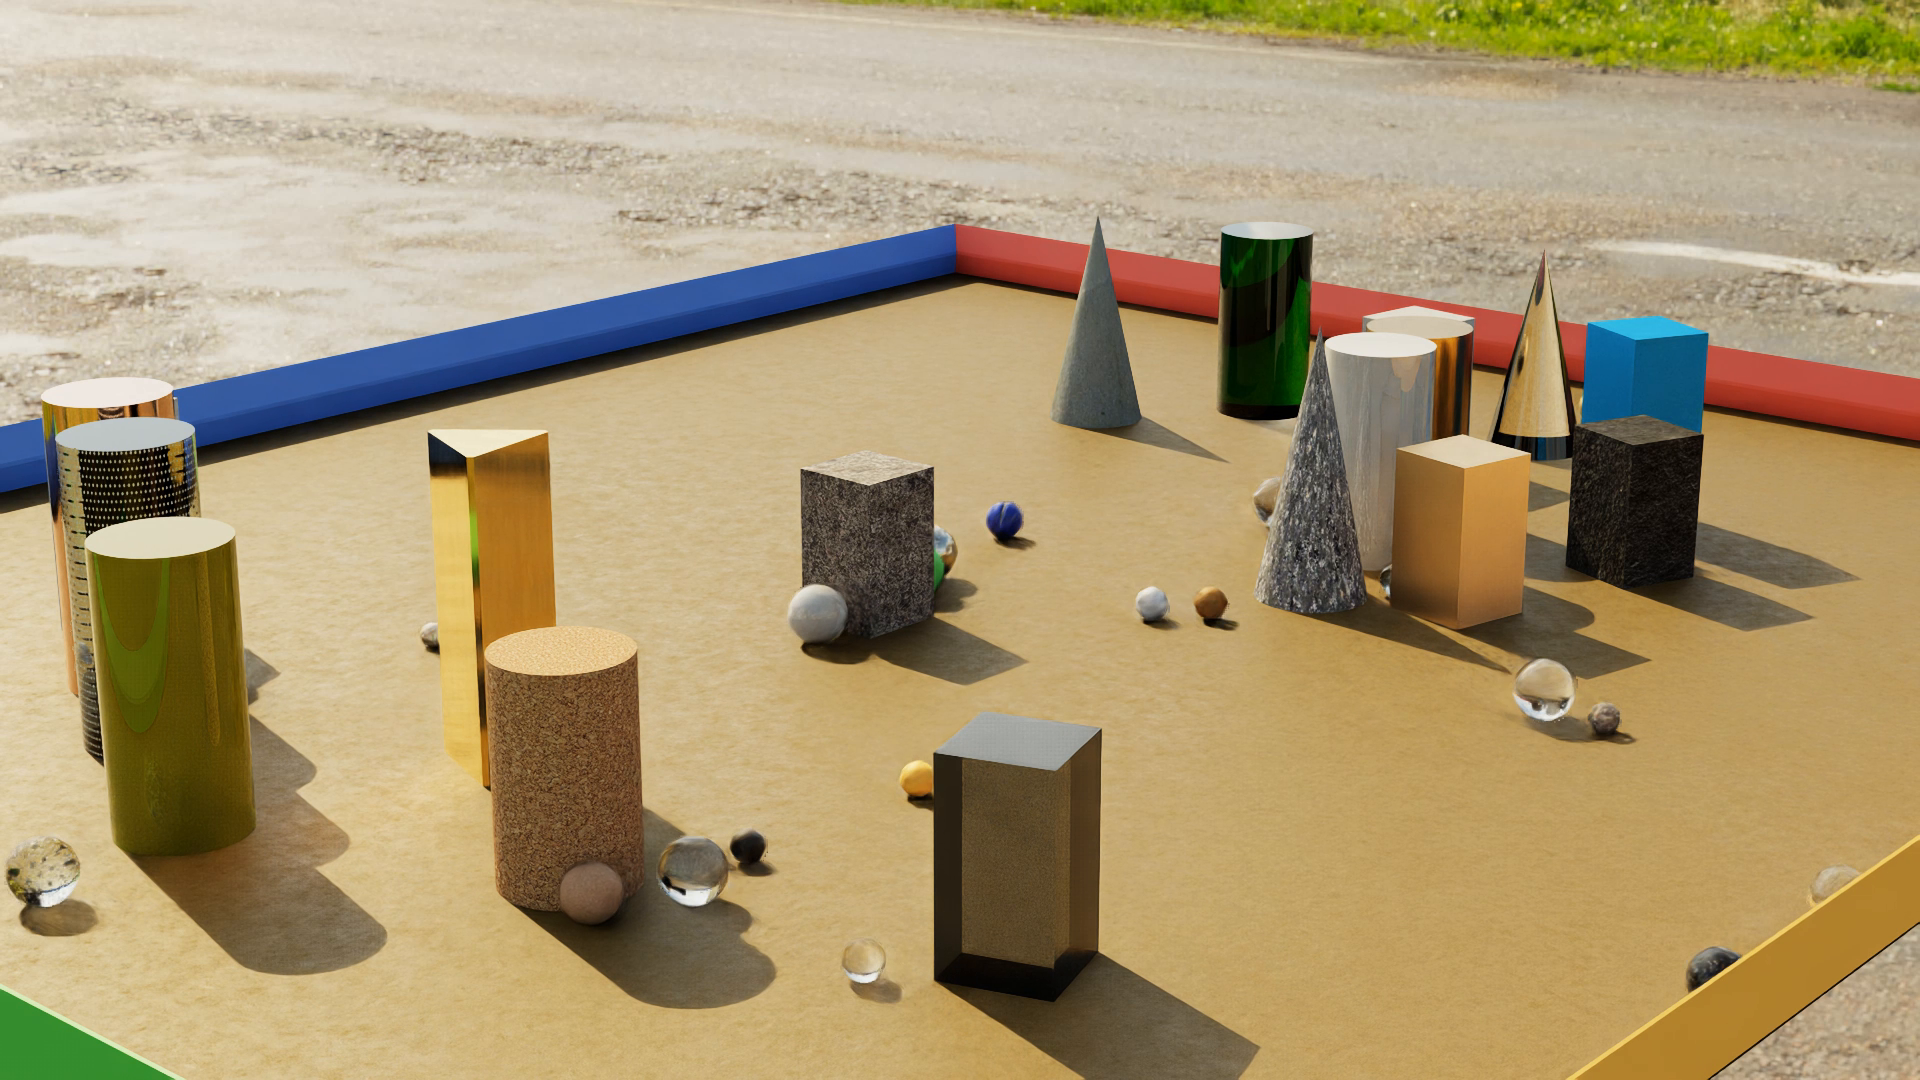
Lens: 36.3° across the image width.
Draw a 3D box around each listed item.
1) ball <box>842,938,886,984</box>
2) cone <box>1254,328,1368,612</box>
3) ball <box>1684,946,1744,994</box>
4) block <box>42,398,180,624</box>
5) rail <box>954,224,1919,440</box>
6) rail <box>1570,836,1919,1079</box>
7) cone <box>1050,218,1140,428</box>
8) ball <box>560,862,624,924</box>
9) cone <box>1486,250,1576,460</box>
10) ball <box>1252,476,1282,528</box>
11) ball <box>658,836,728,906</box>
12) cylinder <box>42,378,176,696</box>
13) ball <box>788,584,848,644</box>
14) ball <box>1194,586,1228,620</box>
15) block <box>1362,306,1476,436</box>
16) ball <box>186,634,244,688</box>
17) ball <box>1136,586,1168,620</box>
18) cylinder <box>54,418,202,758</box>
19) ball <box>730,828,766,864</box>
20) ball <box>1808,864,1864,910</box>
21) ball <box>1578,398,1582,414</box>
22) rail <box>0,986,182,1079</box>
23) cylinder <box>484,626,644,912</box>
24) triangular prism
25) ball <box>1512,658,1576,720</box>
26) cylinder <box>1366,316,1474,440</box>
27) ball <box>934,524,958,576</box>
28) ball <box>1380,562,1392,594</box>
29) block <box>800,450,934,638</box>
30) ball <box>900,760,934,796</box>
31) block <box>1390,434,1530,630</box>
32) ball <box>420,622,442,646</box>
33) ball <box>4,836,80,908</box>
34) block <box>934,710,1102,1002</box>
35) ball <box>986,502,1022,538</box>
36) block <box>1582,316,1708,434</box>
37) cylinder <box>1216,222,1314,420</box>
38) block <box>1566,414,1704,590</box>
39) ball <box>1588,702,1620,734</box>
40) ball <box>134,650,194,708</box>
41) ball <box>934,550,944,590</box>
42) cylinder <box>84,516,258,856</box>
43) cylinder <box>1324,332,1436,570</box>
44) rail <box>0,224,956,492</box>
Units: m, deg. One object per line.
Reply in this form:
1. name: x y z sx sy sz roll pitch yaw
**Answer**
1. ball: -0.119 0.521 3.630 0.055 0.055 0.055 0 17 0
2. cone: 0.614 -0.135 5.064 0.199 0.483 0.199 0 17 0
3. ball: 0.919 0.532 3.550 0.080 0.080 0.080 0 17 0
4. block: -1.419 -0.044 4.951 0.159 0.376 0.159 5 17 16
5. rail: 1.371 -0.423 6.632 3.709 0.129 0.045 14 22 39
6. rail: 1.382 0.379 3.970 0.045 0.129 4.230 14 22 39
7. cone: 0.293 -0.479 6.277 0.199 0.443 0.199 0 17 0
8. ball: -0.477 0.457 3.797 0.082 0.082 0.082 0 17 0
9. cone: 1.190 -0.393 6.028 0.199 0.421 0.199 0 17 0
10. ball: 0.600 -0.070 5.516 0.098 0.098 0.098 0 17 0
11. ball: -0.350 0.435 3.851 0.093 0.093 0.093 0 17 0
12. cylinder: -1.330 -0.003 4.640 0.199 0.475 0.199 0 17 0
13. ball: -0.236 0.124 4.872 0.099 0.099 0.099 0 17 0
14. ball: 0.428 0.108 5.000 0.056 0.056 0.056 0 17 0
15. block: 0.925 -0.305 5.951 0.159 0.299 0.159 -14 22 -39
16. ball: -1.185 0.192 4.665 0.088 0.088 0.088 0 17 0
17. ball: 0.327 0.108 4.998 0.056 0.056 0.056 0 17 0
18. cylinder: -1.228 0.073 4.384 0.199 0.478 0.199 0 17 0
19. ball: -0.289 0.416 3.989 0.048 0.048 0.048 0 17 0
20. ball: 1.137 0.460 3.789 0.080 0.080 0.080 0 17 0
21. ball: 1.362 -0.287 6.303 0.061 0.061 0.061 0 17 0
22. rail: -1.371 0.488 3.608 3.709 0.129 0.045 14 22 39
23. cylinder: -0.523 0.301 3.888 0.199 0.327 0.199 0 17 0
24. triangular prism: -0.708 0.089 4.298 0.149 0.496 0.172 10 19 30
25. ball: 0.901 0.231 4.522 0.097 0.097 0.097 0 17 0
26. cylinder: 0.864 -0.224 5.559 0.199 0.368 0.199 0 17 0
27. ball: -0.054 0.022 5.210 0.099 0.099 0.099 0 17 0
28. ball: 0.763 0.069 5.122 0.060 0.060 0.060 0 17 0
29. block: -0.156 0.005 4.975 0.159 0.267 0.159 14 22 40
30. ball: -0.060 0.344 4.223 0.052 0.052 0.052 0 17 0
31. block: 0.854 -0.015 5.015 0.159 0.283 0.159 -12 21 -35
32. ball: -0.875 0.157 4.864 0.040 0.040 0.040 0 17 0
33. ball: -1.204 0.435 3.848 0.094 0.094 0.094 0 17 0
34. block: 0.072 0.390 3.636 0.159 0.302 0.159 7 18 22
35. ball: 0.082 -0.037 5.458 0.069 0.069 0.069 0 17 0
36. block: 1.284 -0.217 5.527 0.159 0.374 0.159 -6 18 -20
37. cylinder: 0.659 -0.475 6.346 0.199 0.395 0.199 0 17 0
38. block: 1.202 -0.069 5.229 0.159 0.263 0.159 -9 19 -26
39. ball: 0.983 0.271 4.472 0.048 0.048 0.048 0 17 0
40. ball: -1.244 0.216 4.579 0.090 0.090 0.090 0 17 0
41. ball: -0.074 0.052 5.120 0.093 0.093 0.093 0 17 0
42. cylinder: -1.087 0.201 4.049 0.199 0.427 0.199 0 17 0
43. cylinder: 0.754 -0.162 5.309 0.199 0.394 0.199 0 17 0
44. rail: -1.382 -0.314 6.269 0.045 0.129 4.230 14 22 39
